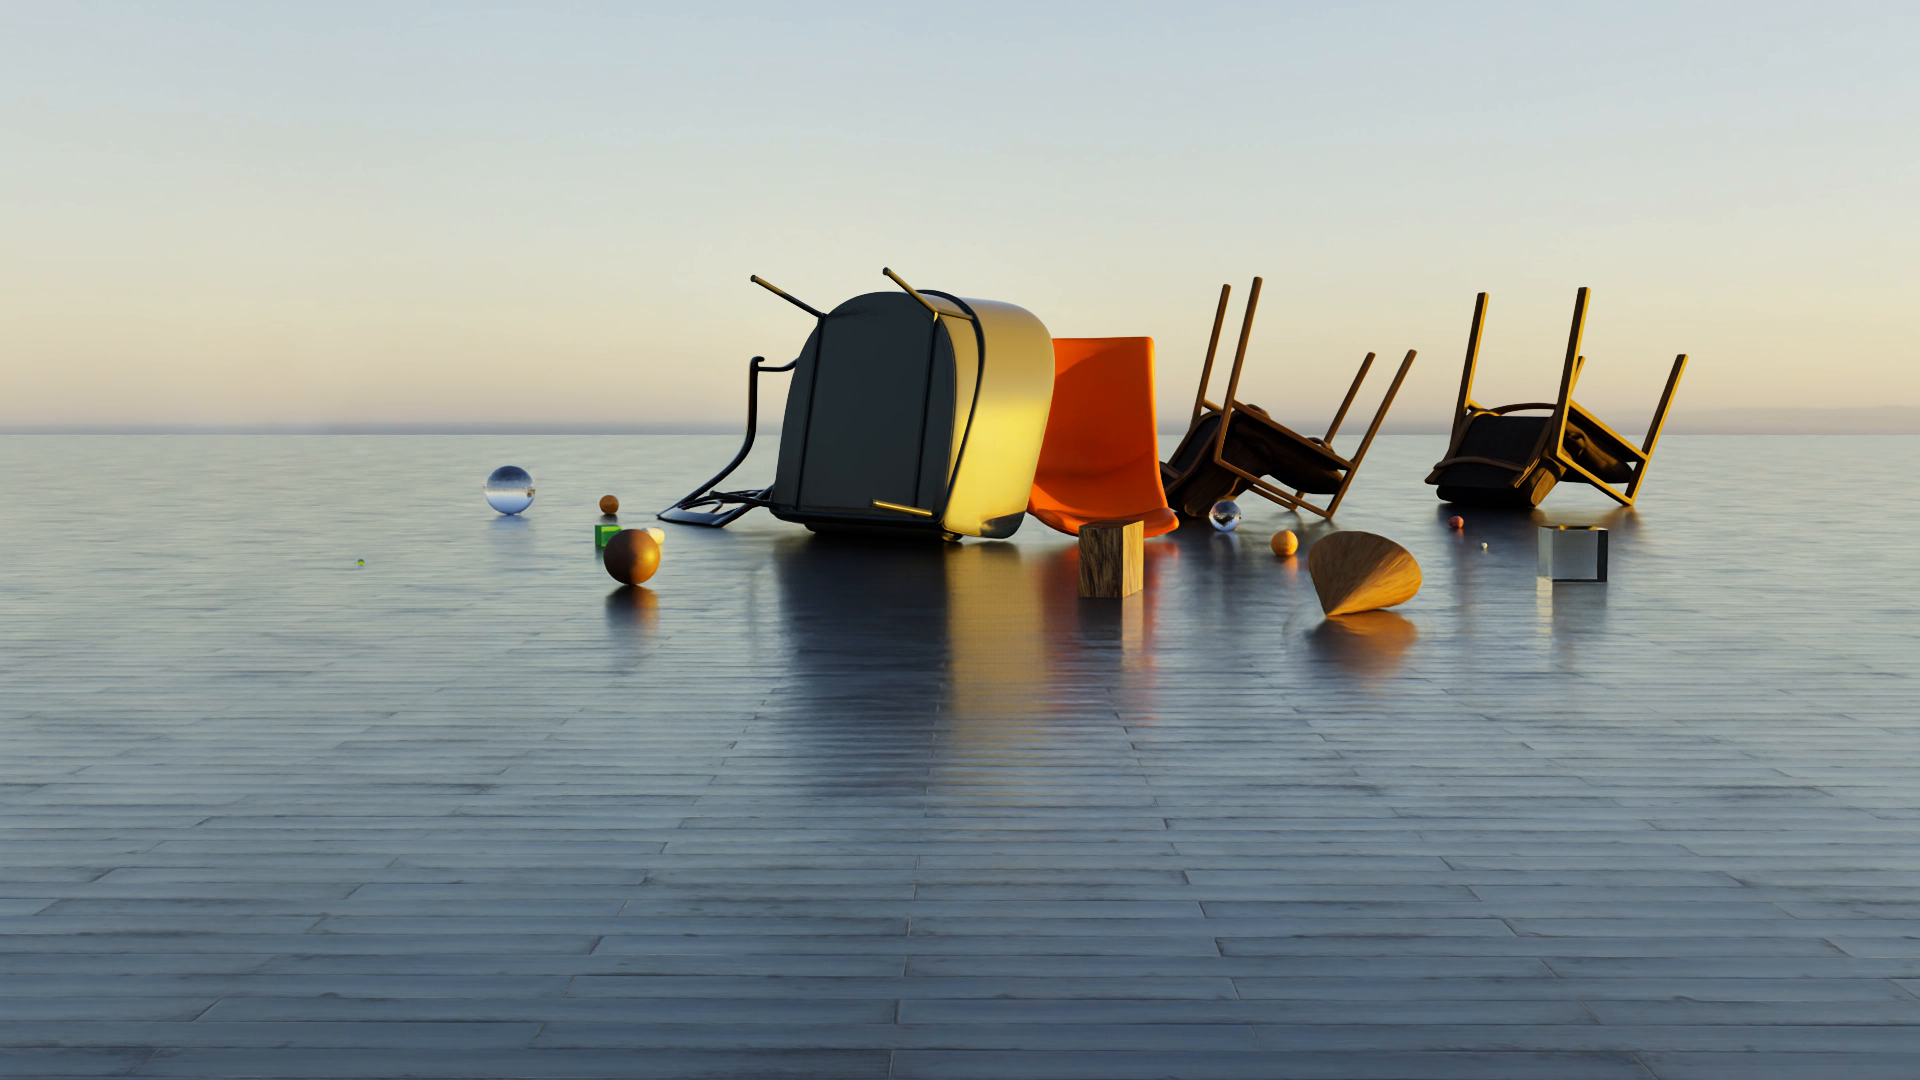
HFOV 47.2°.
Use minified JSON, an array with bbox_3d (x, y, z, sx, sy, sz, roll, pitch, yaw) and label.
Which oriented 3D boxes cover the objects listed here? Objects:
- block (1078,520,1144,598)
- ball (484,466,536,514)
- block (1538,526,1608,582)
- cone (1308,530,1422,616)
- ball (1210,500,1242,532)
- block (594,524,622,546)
[{"bbox_3d":[0.334,0.039,4.852,0.098,0.154,0.231,1,4,15],"label":"block"},{"bbox_3d":[-1.610,-0.180,7.867,0.177,0.177,0.177,0,4,0],"label":"ball"},{"bbox_3d":[1.444,0.032,5.187,0.128,0.122,0.141,0,4,1],"label":"block"},{"bbox_3d":[0.772,0.106,4.410,0.245,0.174,0.210,8,30,30],"label":"cone"},{"bbox_3d":[0.837,-0.076,6.932,0.099,0.099,0.099,0,4,0],"label":"ball"},{"bbox_3d":[-1.017,-0.014,6.354,0.058,0.055,0.097,-1,4,-21],"label":"block"}]
